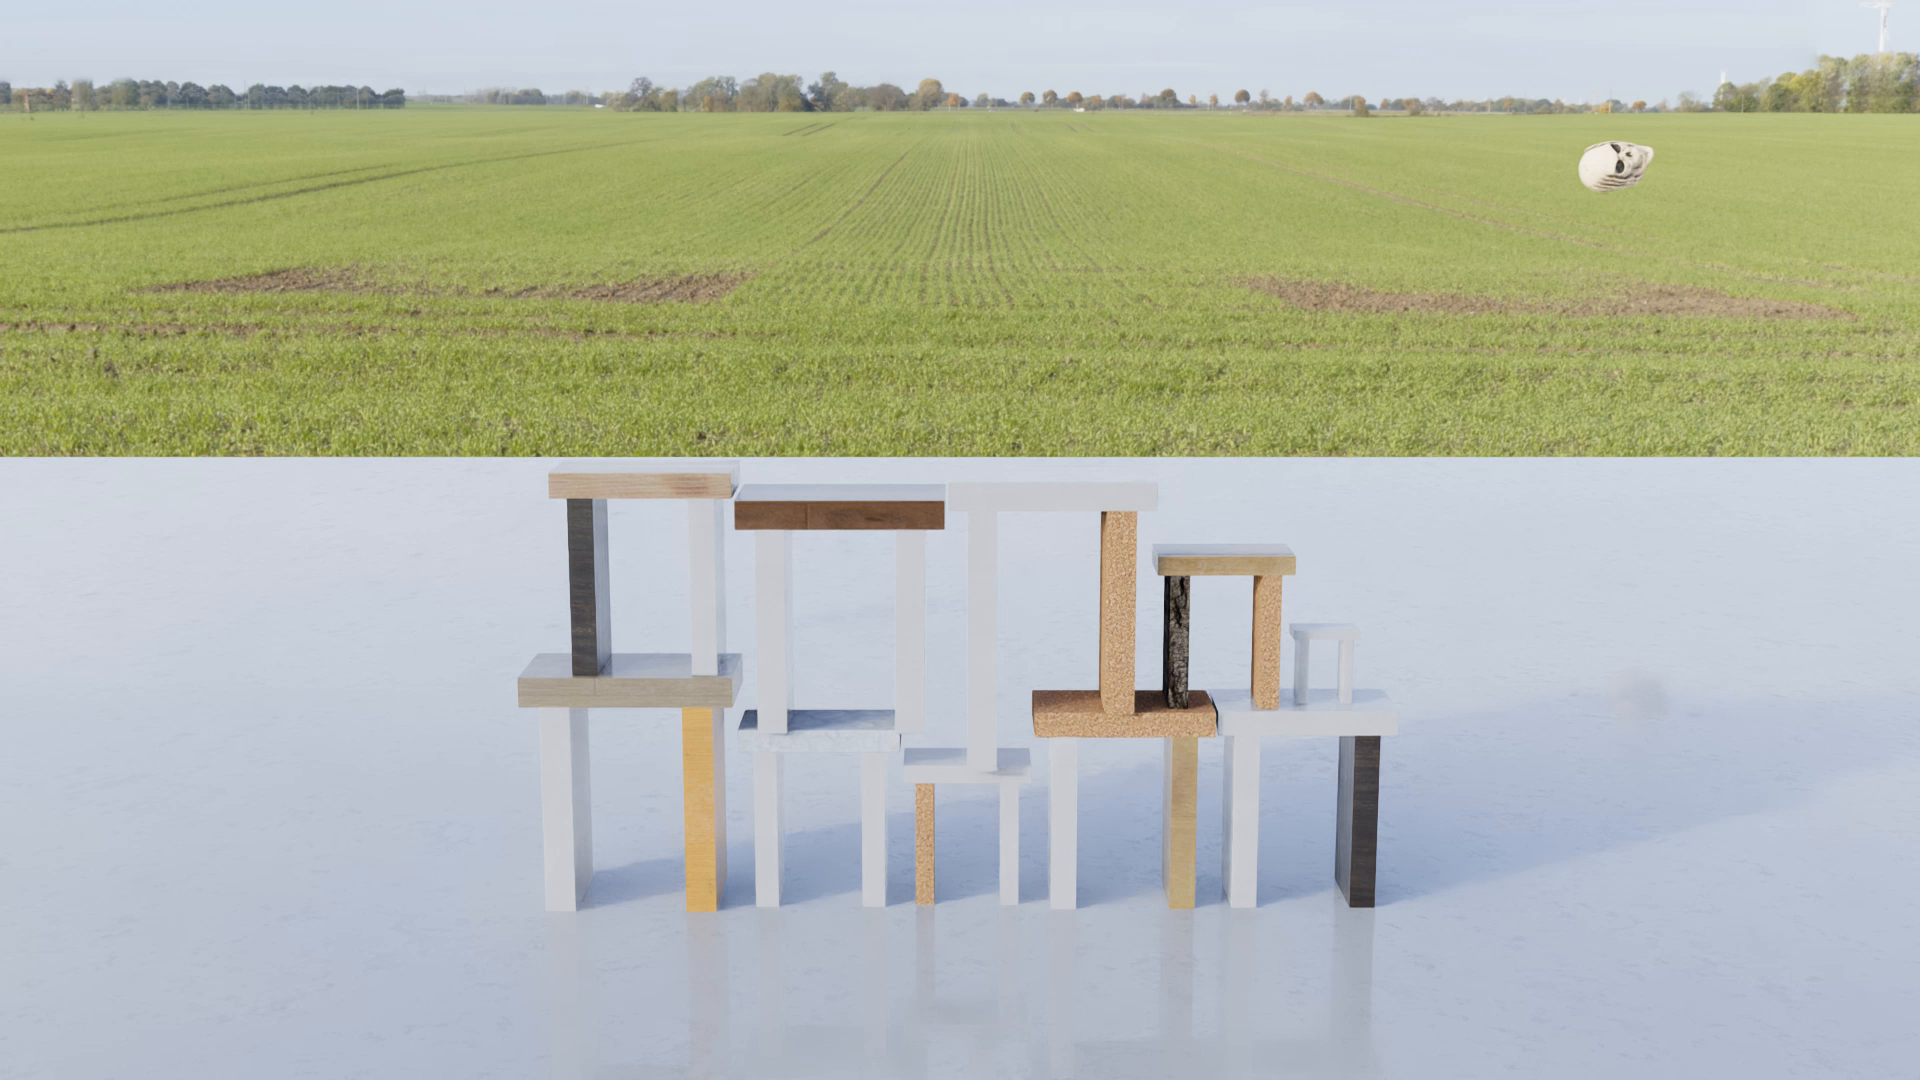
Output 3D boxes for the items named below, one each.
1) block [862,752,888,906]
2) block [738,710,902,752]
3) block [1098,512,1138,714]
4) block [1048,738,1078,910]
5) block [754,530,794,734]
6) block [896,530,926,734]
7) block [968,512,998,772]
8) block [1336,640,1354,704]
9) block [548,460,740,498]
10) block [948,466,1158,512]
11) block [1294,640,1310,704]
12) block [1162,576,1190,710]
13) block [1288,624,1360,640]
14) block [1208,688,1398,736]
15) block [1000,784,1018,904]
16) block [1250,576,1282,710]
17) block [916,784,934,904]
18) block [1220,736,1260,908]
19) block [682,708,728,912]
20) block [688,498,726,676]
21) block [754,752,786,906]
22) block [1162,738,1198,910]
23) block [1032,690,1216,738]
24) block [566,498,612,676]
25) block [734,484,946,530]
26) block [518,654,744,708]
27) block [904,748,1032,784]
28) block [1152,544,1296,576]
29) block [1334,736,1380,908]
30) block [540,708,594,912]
[{"bbox_3d":[-0.141,0.461,3.647,0.037,0.262,0.131,0,10,0],"label":"block"},{"bbox_3d":[-0.228,0.314,3.619,0.262,0.037,0.131,0,10,0],"label":"block"},{"bbox_3d":[0.256,0.102,3.574,0.047,0.330,0.165,0,11,0],"label":"block"},{"bbox_3d":[0.169,0.448,3.639,0.041,0.291,0.145,0,11,0],"label":"block"},{"bbox_3d":[-0.301,0.133,3.585,0.047,0.332,0.166,0,10,0],"label":"block"},{"bbox_3d":[-0.080,0.133,3.585,0.047,0.332,0.166,0,10,0],"label":"block"},{"bbox_3d":[0.036,0.148,3.583,0.047,0.425,0.165,0,11,0],"label":"block"},{"bbox_3d":[0.631,0.210,3.603,0.015,0.108,0.054,0,11,0],"label":"block"},{"bbox_3d":[-0.506,-0.098,3.543,0.288,0.041,0.144,0,11,0],"label":"block"},{"bbox_3d":[0.146,-0.083,3.540,0.330,0.047,0.165,0,11,0],"label":"block"},{"bbox_3d":[0.559,0.210,3.603,0.015,0.108,0.054,0,11,0],"label":"block"},{"bbox_3d":[0.353,0.155,3.589,0.031,0.220,0.110,0,11,0],"label":"block"},{"bbox_3d":[0.595,0.149,3.592,0.108,0.015,0.054,0,11,0],"label":"block"},{"bbox_3d":[0.562,0.283,3.617,0.291,0.041,0.145,0,11,0],"label":"block"},{"bbox_3d":[0.081,0.488,3.648,0.029,0.208,0.104,0,11,0],"label":"block"},{"bbox_3d":[0.500,0.155,3.589,0.031,0.221,0.110,0,11,0],"label":"block"},{"bbox_3d":[-0.058,0.488,3.648,0.029,0.208,0.104,0,11,0],"label":"block"},{"bbox_3d":[0.465,0.446,3.648,0.041,0.291,0.145,0,11,0],"label":"block"},{"bbox_3d":[-0.421,0.421,3.637,0.049,0.343,0.171,0,11,0],"label":"block"},{"bbox_3d":[-0.410,0.063,3.573,0.041,0.288,0.144,0,11,0],"label":"block"},{"bbox_3d":[-0.316,0.461,3.647,0.037,0.262,0.131,0,10,0],"label":"block"},{"bbox_3d":[0.363,0.448,3.639,0.041,0.291,0.145,0,11,0],"label":"block"},{"bbox_3d":[0.266,0.285,3.609,0.291,0.041,0.145,0,11,0],"label":"block"},{"bbox_3d":[-0.601,0.063,3.573,0.041,0.288,0.144,0,11,0],"label":"block"},{"bbox_3d":[-0.190,-0.054,3.551,0.332,0.047,0.166,0,10,0],"label":"block"},{"bbox_3d":[-0.536,0.229,3.602,0.343,0.049,0.171,0,11,0],"label":"block"},{"bbox_3d":[0.012,0.372,3.626,0.208,0.029,0.104,0,11,0],"label":"block"},{"bbox_3d":[0.426,0.031,3.567,0.221,0.031,0.110,0,11,0],"label":"block"},{"bbox_3d":[0.659,0.446,3.648,0.041,0.291,0.145,0,11,0],"label":"block"},{"bbox_3d":[-0.650,0.421,3.637,0.049,0.343,0.171,0,11,0],"label":"block"}]
